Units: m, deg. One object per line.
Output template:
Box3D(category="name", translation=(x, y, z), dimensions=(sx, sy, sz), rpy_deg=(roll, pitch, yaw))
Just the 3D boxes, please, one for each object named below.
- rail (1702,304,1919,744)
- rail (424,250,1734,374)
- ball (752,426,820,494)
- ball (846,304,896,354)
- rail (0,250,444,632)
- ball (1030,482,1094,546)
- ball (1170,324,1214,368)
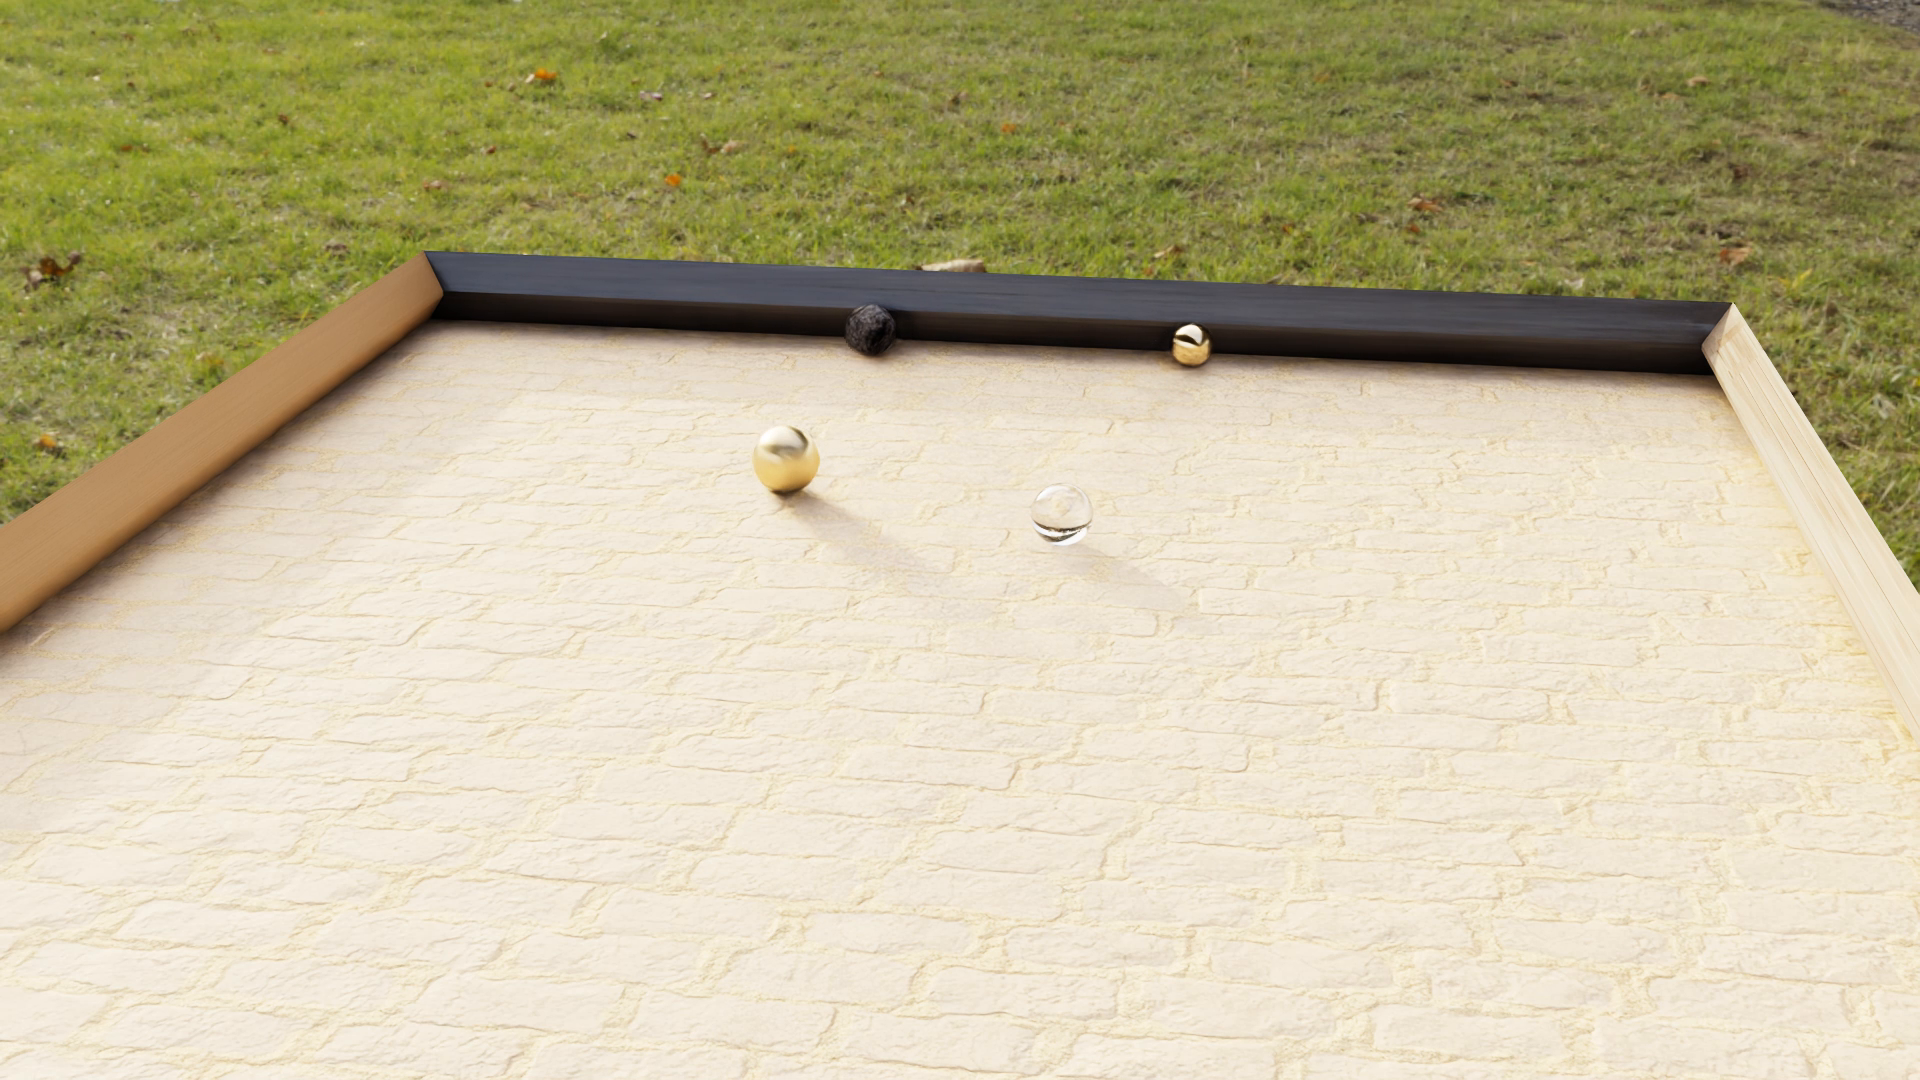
Box3D(category="rail", translation=(0.805, 0.362, 1.516), dimensions=(0.045, 0.107, 3.536), rpy_deg=(3, 22, 8))
Box3D(category="rail", translation=(0.131, -0.333, 3.250), dimensions=(1.948, 0.107, 0.045), rpy_deg=(3, 22, 8))
Box3D(category="ball", translation=(-0.214, -0.099, 2.701), dimensions=(0.082, 0.082, 0.082), rpy_deg=(0, 22, 0))
Box3D(category="ball", translation=(-0.131, -0.310, 3.241), dimensions=(0.073, 0.073, 0.073), rpy_deg=(0, 22, 0))
Box3D(category="rail", translation=(-1.074, 0.255, 1.784), dimensions=(0.045, 0.107, 3.536), rpy_deg=(3, 22, 8))
Box3D(category="ball", translation=(0.118, -0.029, 2.541), dimensions=(0.073, 0.073, 0.073), rpy_deg=(0, 22, 0))
Box3D(category="ball", translation=(0.335, -0.282, 3.185), dimensions=(0.063, 0.063, 0.063), rpy_deg=(0, 22, 0))
